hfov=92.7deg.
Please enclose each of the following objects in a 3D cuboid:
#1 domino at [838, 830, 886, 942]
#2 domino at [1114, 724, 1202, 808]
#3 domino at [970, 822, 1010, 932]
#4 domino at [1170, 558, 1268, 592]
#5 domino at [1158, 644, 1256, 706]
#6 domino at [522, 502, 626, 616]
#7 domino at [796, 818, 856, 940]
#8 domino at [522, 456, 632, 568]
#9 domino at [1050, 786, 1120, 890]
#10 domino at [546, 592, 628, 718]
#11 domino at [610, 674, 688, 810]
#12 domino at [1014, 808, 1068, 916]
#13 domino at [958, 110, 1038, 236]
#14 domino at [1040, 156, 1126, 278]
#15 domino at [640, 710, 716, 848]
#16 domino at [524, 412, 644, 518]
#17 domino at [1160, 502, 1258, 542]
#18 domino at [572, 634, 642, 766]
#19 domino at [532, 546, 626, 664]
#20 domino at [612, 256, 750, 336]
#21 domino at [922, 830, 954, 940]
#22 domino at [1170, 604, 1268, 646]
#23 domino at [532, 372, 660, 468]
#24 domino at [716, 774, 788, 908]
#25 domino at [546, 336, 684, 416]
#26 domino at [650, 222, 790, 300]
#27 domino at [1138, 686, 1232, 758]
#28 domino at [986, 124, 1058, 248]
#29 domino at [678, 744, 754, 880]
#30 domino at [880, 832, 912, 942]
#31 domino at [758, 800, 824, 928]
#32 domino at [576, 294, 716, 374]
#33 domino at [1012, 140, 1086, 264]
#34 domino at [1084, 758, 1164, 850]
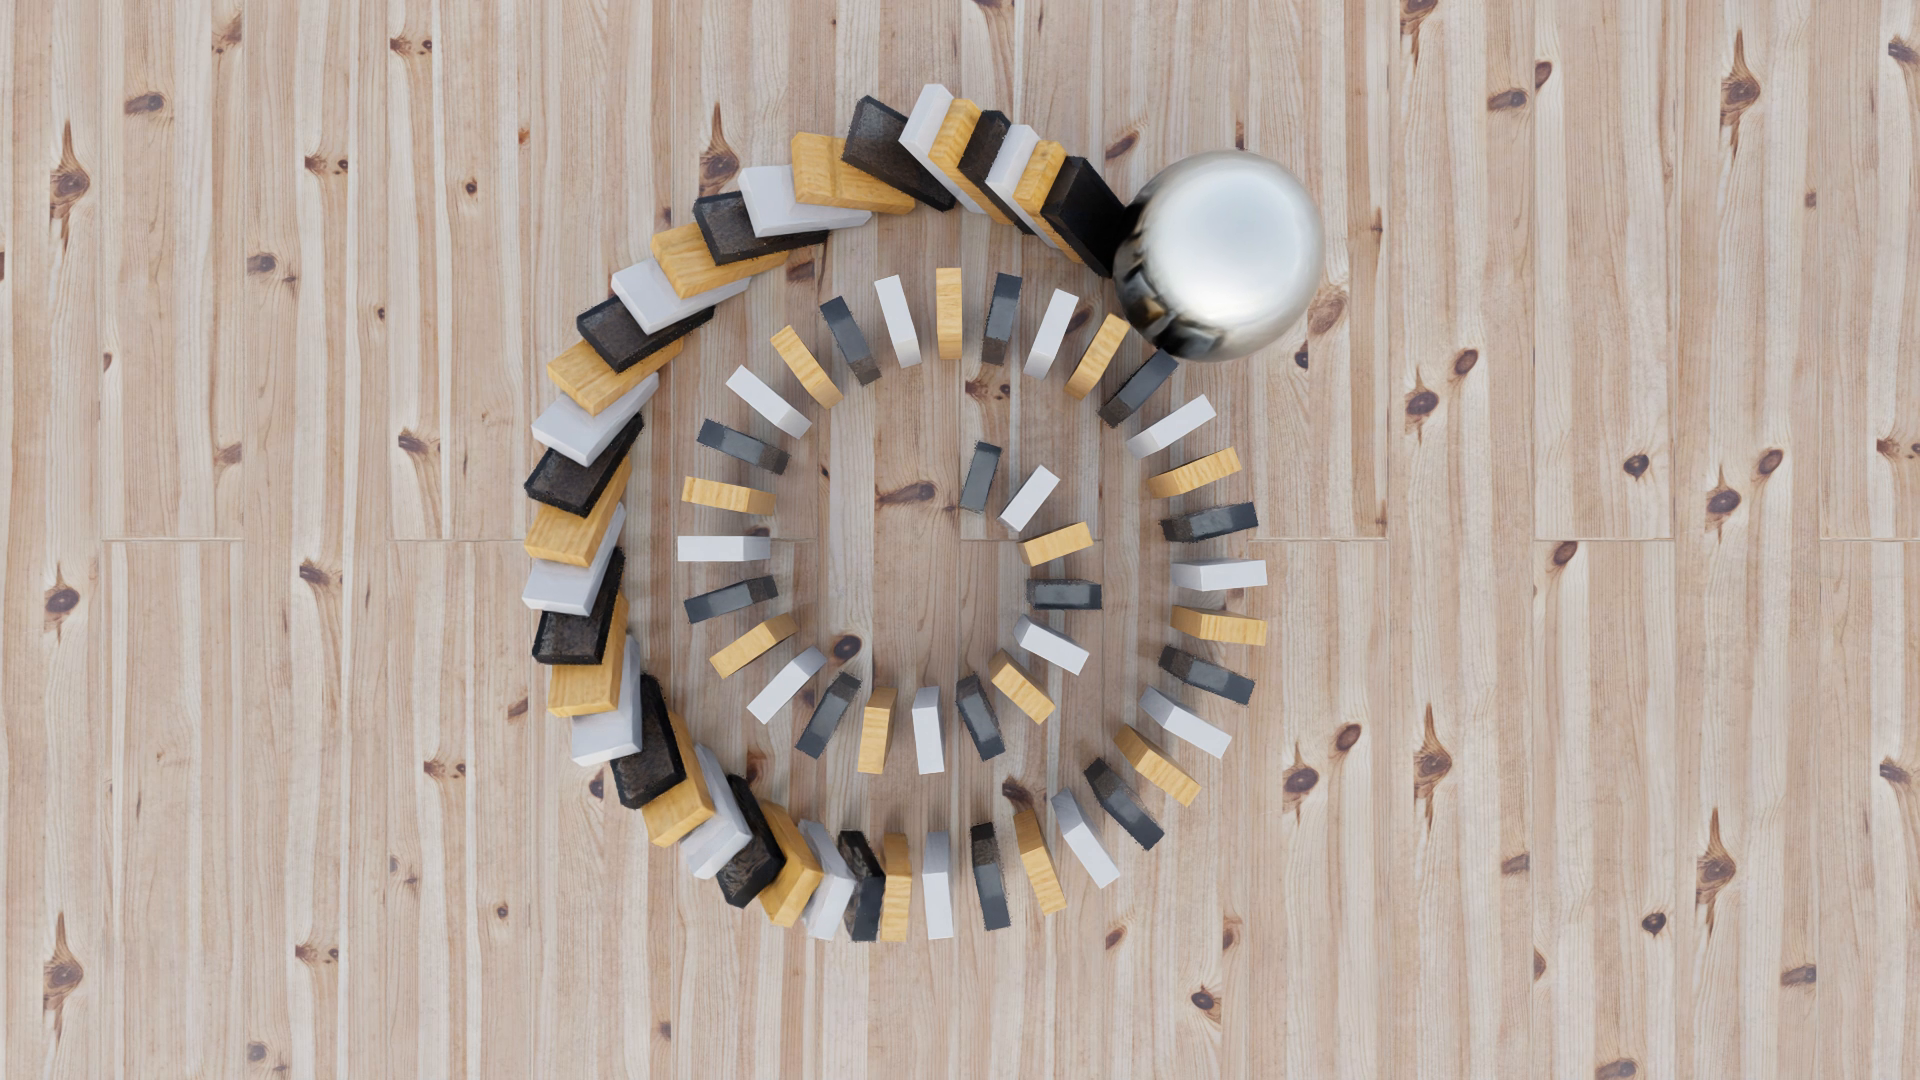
[{"bbox_3d":[-0.042,0.140,0.375,0.009,0.050,0.025,9,90,-17],"label":"domino"},{"bbox_3d":[0.080,0.091,0.375,0.025,0.050,0.009,36,90,0],"label":"domino"},{"bbox_3d":[0.012,0.136,0.375,0.009,0.050,0.025,-13,90,0],"label":"domino"},{"bbox_3d":[0.105,0.014,0.375,0.025,0.050,0.010,-6,90,0],"label":"domino"},{"bbox_3d":[0.100,0.055,0.375,0.025,0.050,0.009,20,90,0],"label":"domino"},{"bbox_3d":[-0.161,0.006,0.383,0.025,0.009,0.050,8,60,0],"label":"domino"},{"bbox_3d":[-0.059,0.138,0.376,0.009,0.050,0.025,23,90,-27],"label":"domino"},{"bbox_3d":[-0.159,-0.015,0.384,0.025,0.010,0.050,12,60,0],"label":"domino"},{"bbox_3d":[0.050,0.121,0.375,0.009,0.050,0.025,-35,90,0],"label":"domino"},{"bbox_3d":[-0.155,0.047,0.383,0.025,0.010,0.050,-7,58,0],"label":"domino"},{"bbox_3d":[-0.133,0.083,0.382,0.025,0.010,0.050,-32,55,0],"label":"domino"},{"bbox_3d":[0.032,0.130,0.375,0.010,0.050,0.025,-22,90,0],"label":"domino"},{"bbox_3d":[0.022,-0.150,0.378,0.010,0.050,0.025,24,90,40],"label":"domino"},{"bbox_3d":[0.054,-0.132,0.378,0.009,0.050,0.025,25,90,40],"label":"domino"},{"bbox_3d":[-0.122,0.098,0.381,0.025,0.010,0.050,-35,53,0],"label":"domino"},{"bbox_3d":[-0.157,-0.036,0.384,0.025,0.009,0.050,20,61,0],"label":"domino"},{"bbox_3d":[0.101,-0.007,0.375,0.025,0.050,0.010,-14,90,0],"label":"domino"},{"bbox_3d":[-0.147,0.066,0.383,0.025,0.009,0.050,-15,57,0],"label":"domino"},{"bbox_3d":[-0.159,0.027,0.383,0.025,0.010,0.050,0,59,0],"label":"domino"},{"bbox_3d":[-0.116,-0.108,0.384,0.050,0.009,0.025,-36,90,-29],"label":"domino"},{"bbox_3d":[-0.008,0.140,0.375,0.009,0.050,0.025,-6,90,0],"label":"domino"},{"bbox_3d":[0.105,0.034,0.375,0.025,0.050,0.010,6,90,0],"label":"domino"},{"bbox_3d":[-0.151,-0.056,0.383,0.025,0.009,0.050,29,60,0],"label":"domino"},{"bbox_3d":[-0.092,0.123,0.379,0.025,0.050,0.010,-47,133,0],"label":"domino"},{"bbox_3d":[-0.143,-0.077,0.383,0.025,0.009,0.050,41,60,0],"label":"domino"},{"bbox_3d":[-0.100,-0.121,0.384,0.050,0.009,0.025,-30,90,-29],"label":"domino"},{"bbox_3d":[0.091,0.073,0.375,0.025,0.050,0.009,29,90,0],"label":"domino"},{"bbox_3d":[0.033,-0.144,0.378,0.010,0.050,0.025,24,90,40],"label":"domino"},{"bbox_3d":[-0.107,0.112,0.380,0.025,0.010,0.050,-43,49,0],"label":"domino"},{"bbox_3d":[-0.027,0.141,0.375,0.009,0.050,0.025,5,90,-6],"label":"domino"},{"bbox_3d":[-0.075,0.132,0.377,0.009,0.050,0.025,32,90,-36],"label":"domino"},{"bbox_3d":[-0.131,-0.093,0.384,0.025,0.010,0.050,48,61,0],"label":"domino"},{"bbox_3d":[0.044,-0.138,0.378,0.009,0.050,0.025,26,90,40],"label":"domino"},{"bbox_3d":[0.066,0.107,0.375,0.025,0.050,0.010,44,90,0],"label":"domino"}]
